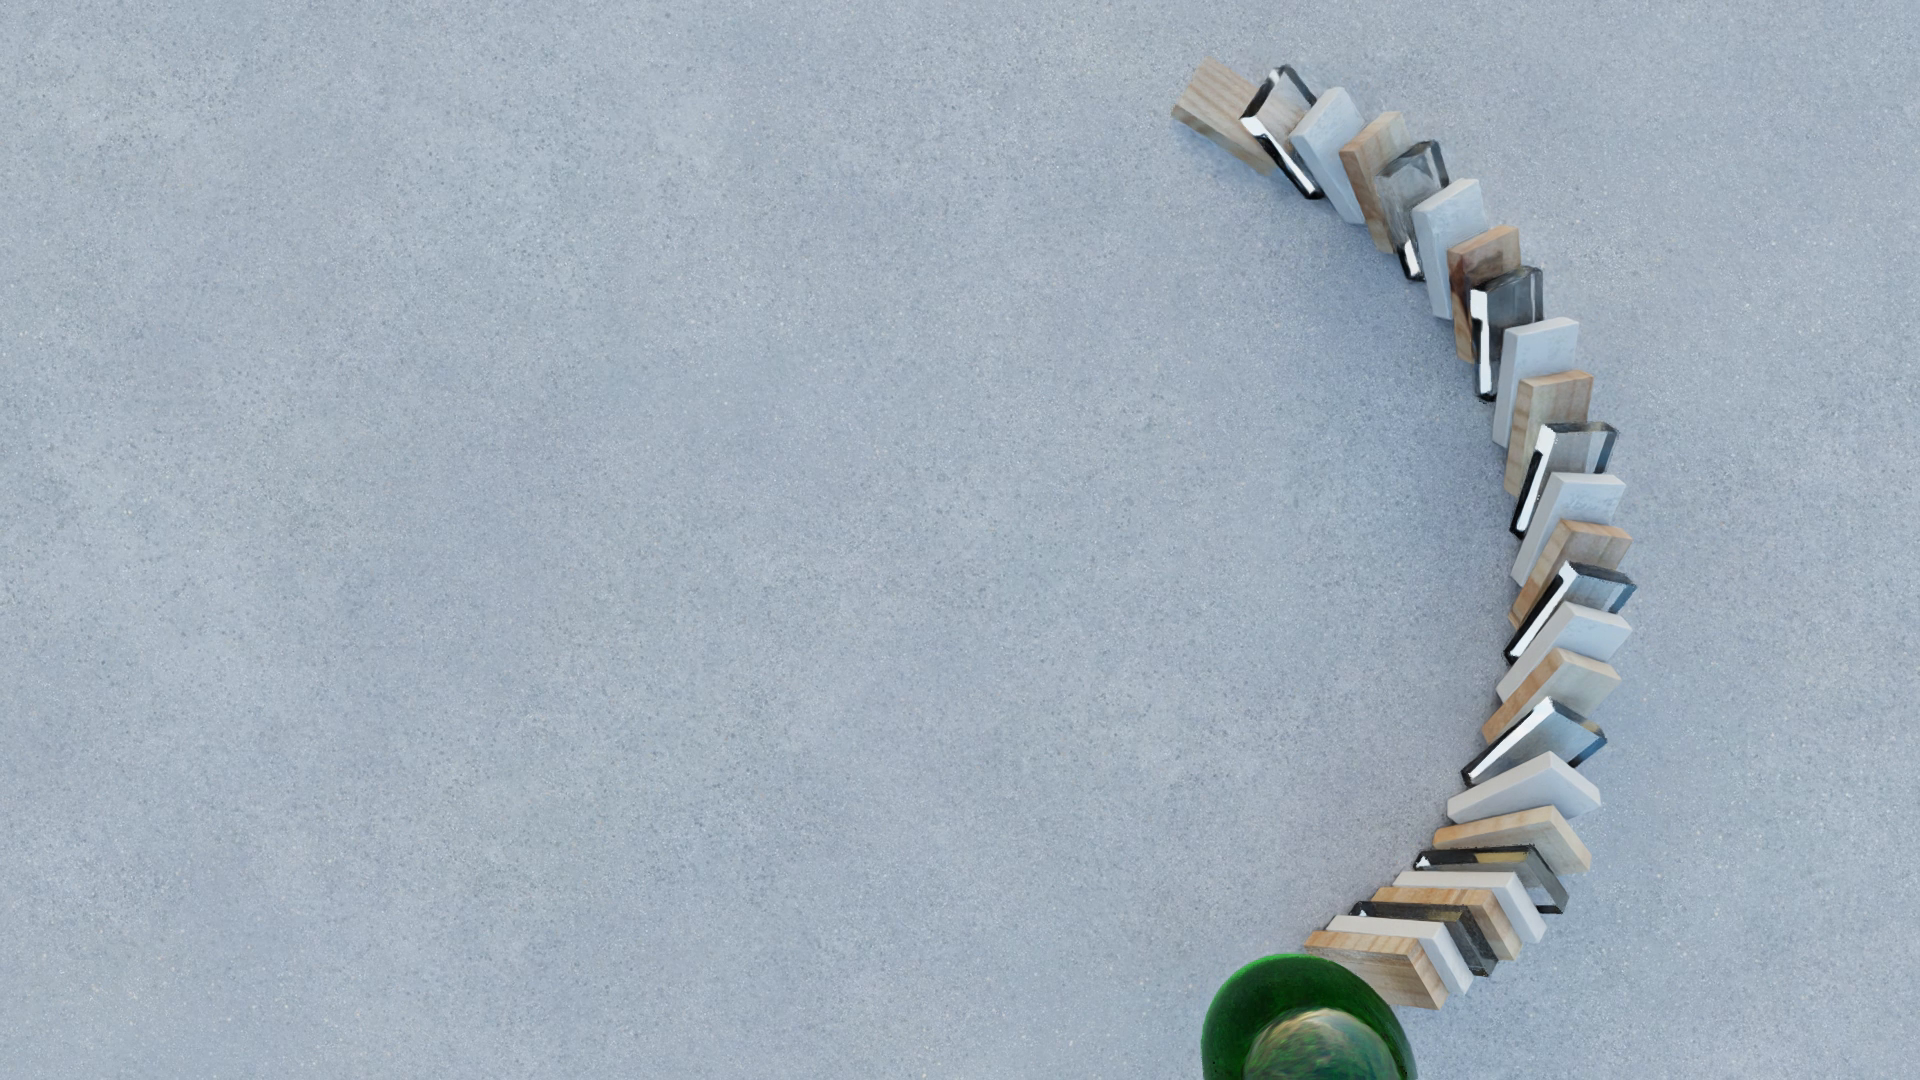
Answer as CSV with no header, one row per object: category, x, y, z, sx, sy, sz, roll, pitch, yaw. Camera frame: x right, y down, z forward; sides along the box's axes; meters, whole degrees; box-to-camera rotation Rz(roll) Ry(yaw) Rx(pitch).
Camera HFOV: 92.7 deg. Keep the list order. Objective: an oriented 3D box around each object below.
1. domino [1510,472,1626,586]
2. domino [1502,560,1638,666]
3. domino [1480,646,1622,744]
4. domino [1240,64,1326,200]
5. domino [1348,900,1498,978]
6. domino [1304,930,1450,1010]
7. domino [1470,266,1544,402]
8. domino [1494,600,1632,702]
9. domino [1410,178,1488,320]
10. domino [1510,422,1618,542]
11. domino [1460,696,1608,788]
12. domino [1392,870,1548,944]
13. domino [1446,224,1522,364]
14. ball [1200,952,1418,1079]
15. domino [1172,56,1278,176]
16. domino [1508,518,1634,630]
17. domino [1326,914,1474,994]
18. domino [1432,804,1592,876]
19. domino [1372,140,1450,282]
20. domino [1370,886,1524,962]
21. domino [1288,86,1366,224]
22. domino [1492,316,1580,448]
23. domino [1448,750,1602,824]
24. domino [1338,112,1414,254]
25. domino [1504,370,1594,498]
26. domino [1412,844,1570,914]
domino,0.254,-0.003,0.383,0.025,0.009,0.050,3,120,0
domino,0.253,0.034,0.382,0.025,0.009,0.050,12,123,-2
domino,0.245,0.069,0.382,0.025,0.009,0.050,19,123,-3
domino,0.142,-0.170,0.384,0.050,0.009,0.025,33,90,-28
domino,0.189,0.163,0.377,0.010,0.050,0.025,-30,90,-35
domino,0.170,0.176,0.377,0.010,0.050,0.025,-30,90,-35
domino,0.229,-0.086,0.383,0.025,0.009,0.050,-23,119,-1
domino,0.250,0.050,0.381,0.025,0.009,0.050,15,123,-4
domino,0.207,-0.121,0.383,0.025,0.009,0.050,-32,119,-3
domino,0.252,-0.024,0.383,0.025,0.010,0.050,-2,120,-1
domino,0.239,0.091,0.383,0.025,0.009,0.050,30,122,0
domino,0.208,0.150,0.377,0.010,0.050,0.025,-30,90,-35
domino,0.221,-0.102,0.384,0.025,0.010,0.050,-25,119,0
ball,0.136,0.206,0.360,0.080,0.080,0.080,0,90,0
domino,0.120,-0.182,0.395,0.050,0.010,0.025,33,90,0
domino,0.254,0.017,0.383,0.025,0.009,0.050,8,121,0
domino,0.180,0.169,0.377,0.009,0.050,0.025,-30,91,-35
domino,0.227,0.128,0.379,0.025,0.050,0.010,53,46,0
domino,0.193,-0.137,0.383,0.025,0.009,0.050,-38,120,-2
domino,0.199,0.157,0.377,0.010,0.050,0.025,-30,90,-35
domino,0.161,-0.160,0.384,0.050,0.010,0.025,39,90,-28
domino,0.240,-0.065,0.384,0.025,0.009,0.050,-12,119,0
domino,0.232,0.109,0.380,0.025,0.009,0.050,38,132,0
domino,0.180,-0.149,0.383,0.025,0.010,0.050,-40,120,-1
domino,0.246,-0.044,0.384,0.025,0.010,0.050,-10,118,0
domino,0.217,0.140,0.377,0.009,0.050,0.025,-35,90,-35
